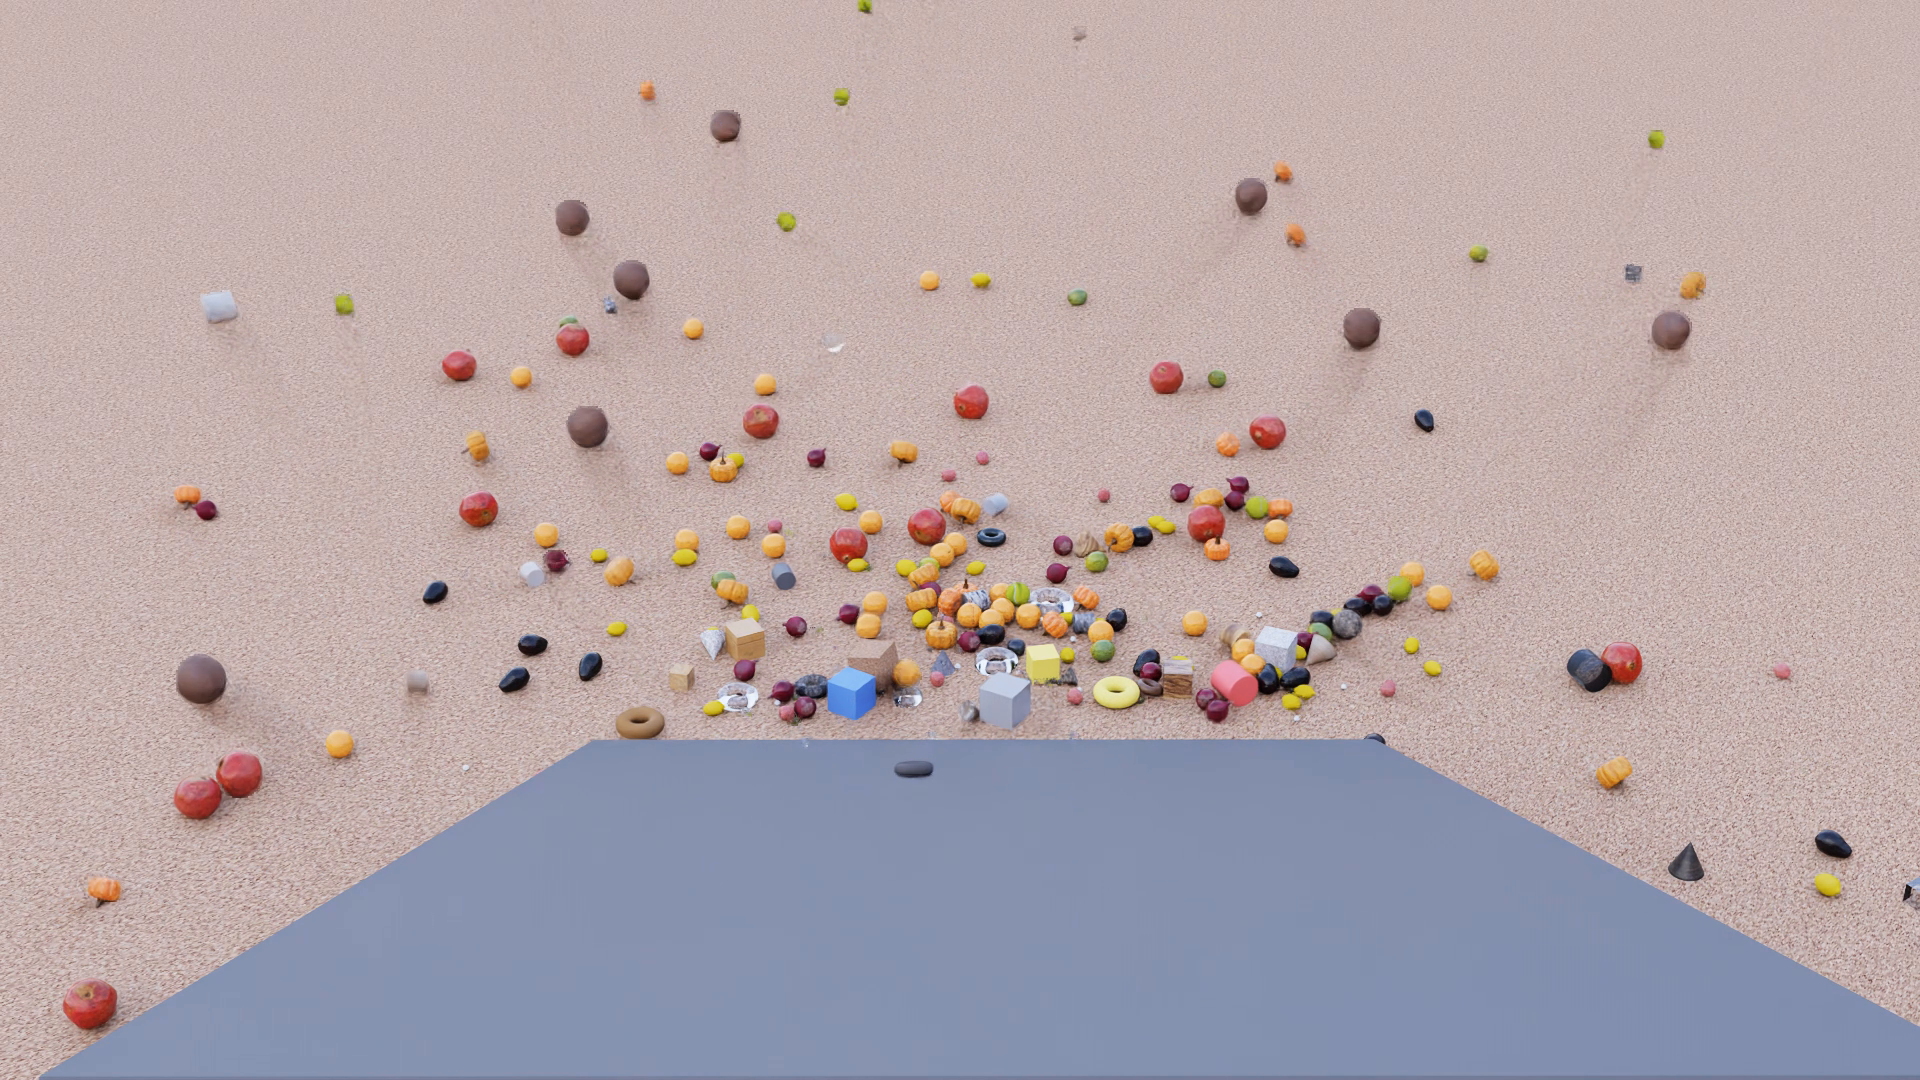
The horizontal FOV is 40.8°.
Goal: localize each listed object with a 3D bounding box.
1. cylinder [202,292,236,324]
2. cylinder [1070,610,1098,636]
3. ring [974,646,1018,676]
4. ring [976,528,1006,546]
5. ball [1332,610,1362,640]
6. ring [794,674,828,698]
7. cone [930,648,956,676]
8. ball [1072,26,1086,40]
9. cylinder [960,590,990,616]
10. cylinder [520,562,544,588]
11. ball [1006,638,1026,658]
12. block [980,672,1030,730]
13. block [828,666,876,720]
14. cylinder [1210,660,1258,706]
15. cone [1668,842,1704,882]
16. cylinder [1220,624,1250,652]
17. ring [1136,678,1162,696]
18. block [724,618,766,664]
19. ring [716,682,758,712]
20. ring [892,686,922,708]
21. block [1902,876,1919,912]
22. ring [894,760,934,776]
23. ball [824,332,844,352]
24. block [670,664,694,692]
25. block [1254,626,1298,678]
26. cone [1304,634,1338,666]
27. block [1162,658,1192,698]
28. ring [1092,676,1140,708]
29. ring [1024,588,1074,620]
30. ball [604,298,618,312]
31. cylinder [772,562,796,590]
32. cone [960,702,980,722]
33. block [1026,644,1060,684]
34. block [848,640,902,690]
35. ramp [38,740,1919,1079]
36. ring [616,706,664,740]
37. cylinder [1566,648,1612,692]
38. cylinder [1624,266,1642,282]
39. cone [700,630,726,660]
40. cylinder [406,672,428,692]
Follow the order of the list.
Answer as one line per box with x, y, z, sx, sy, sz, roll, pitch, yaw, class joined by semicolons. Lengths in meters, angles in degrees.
-2.622;-0.822;9.144;0.097;0.097;0.097;-13;31;-22;cylinder
0.348;0.233;7.256;0.055;0.055;0.055;-24;33;-8;cylinder
0.098;0.334;7.088;0.123;0.041;0.123;-1;29;1;ring
0.094;-0.008;7.726;0.089;0.030;0.089;1;28;-1;ring
1.081;0.237;7.220;0.084;0.084;0.084;0;29;0;ball
-0.397;0.396;6.982;0.098;0.033;0.098;-1;29;1;ring
-0.047;0.325;7.074;0.068;0.068;0.068;0;29;0;cone
0.554;-2.345;11.972;0.062;0.062;0.062;0;29;0;ball
0.043;0.177;7.352;0.062;0.062;0.062;-13;31;-22;cylinder
-1.242;0.101;7.498;0.055;0.055;0.055;-14;32;-24;cylinder
0.157;0.296;7.141;0.054;0.054;0.054;0;29;0;ball
0.120;0.426;6.856;0.100;0.100;0.100;16;32;27;block
-0.289;0.409;6.896;0.091;0.091;0.091;18;33;29;block
0.737;0.385;6.940;0.093;0.093;0.093;-14;32;-24;cylinder
1.762;0.764;6.250;0.086;0.086;0.086;0;29;0;cone
0.764;0.273;7.177;0.063;0.063;0.063;-22;36;-34;cylinder
0.511;0.397;6.974;0.075;0.025;0.075;15;20;-6;ring
-0.594;0.277;7.147;0.082;0.082;0.082;-14;32;-25;block
-0.597;0.420;6.934;0.113;0.038;0.113;-1;30;0;ring
-0.141;0.421;6.941;0.083;0.028;0.083;-1;29;1;ring
2.283;0.842;6.144;0.052;0.052;0.052;-19;34;-31;block
-0.102;0.504;5.698;0.087;0.029;0.087;-1;1;0;ring
-0.436;-0.682;8.921;0.066;0.066;0.066;0;29;0;ball
-0.753;0.372;7.005;0.052;0.052;0.052;8;30;14;block
0.865;0.306;7.084;0.093;0.093;0.093;12;31;21;block
0.976;0.320;7.115;0.087;0.087;0.087;-44;45;-16;cone
0.587;0.375;6.975;0.076;0.076;0.076;2;29;3;block
0.421;0.410;6.948;0.127;0.042;0.127;-1;29;0;ring
0.253;0.183;7.358;0.143;0.048;0.143;-1;30;0;ring
-1.248;-0.836;9.220;0.050;0.050;0.050;0;29;0;ball
-0.511;0.105;7.487;0.059;0.059;0.059;-9;30;-16;cylinder
0.040;0.459;6.873;0.057;0.057;0.057;12;16;-41;cone
0.226;0.338;7.044;0.075;0.075;0.075;-6;29;-11;block
-0.231;0.339;6.999;0.099;0.099;0.099;0;26;26;block
0.064;0.577;4.622;2.000;0.100;4.000;0;0;0;ramp
-0.842;0.483;6.812;0.130;0.043;0.130;0;27;0;ring
1.705;0.353;7.003;0.087;0.087;0.087;-10;30;-17;cylinder
2.467;-0.973;9.468;0.053;0.053;0.053;11;31;20;cylinder
-0.682;0.302;7.152;0.078;0.078;0.078;-2;55;-3;cone
-1.466;0.384;6.984;0.052;0.052;0.052;-4;29;-8;cylinder
